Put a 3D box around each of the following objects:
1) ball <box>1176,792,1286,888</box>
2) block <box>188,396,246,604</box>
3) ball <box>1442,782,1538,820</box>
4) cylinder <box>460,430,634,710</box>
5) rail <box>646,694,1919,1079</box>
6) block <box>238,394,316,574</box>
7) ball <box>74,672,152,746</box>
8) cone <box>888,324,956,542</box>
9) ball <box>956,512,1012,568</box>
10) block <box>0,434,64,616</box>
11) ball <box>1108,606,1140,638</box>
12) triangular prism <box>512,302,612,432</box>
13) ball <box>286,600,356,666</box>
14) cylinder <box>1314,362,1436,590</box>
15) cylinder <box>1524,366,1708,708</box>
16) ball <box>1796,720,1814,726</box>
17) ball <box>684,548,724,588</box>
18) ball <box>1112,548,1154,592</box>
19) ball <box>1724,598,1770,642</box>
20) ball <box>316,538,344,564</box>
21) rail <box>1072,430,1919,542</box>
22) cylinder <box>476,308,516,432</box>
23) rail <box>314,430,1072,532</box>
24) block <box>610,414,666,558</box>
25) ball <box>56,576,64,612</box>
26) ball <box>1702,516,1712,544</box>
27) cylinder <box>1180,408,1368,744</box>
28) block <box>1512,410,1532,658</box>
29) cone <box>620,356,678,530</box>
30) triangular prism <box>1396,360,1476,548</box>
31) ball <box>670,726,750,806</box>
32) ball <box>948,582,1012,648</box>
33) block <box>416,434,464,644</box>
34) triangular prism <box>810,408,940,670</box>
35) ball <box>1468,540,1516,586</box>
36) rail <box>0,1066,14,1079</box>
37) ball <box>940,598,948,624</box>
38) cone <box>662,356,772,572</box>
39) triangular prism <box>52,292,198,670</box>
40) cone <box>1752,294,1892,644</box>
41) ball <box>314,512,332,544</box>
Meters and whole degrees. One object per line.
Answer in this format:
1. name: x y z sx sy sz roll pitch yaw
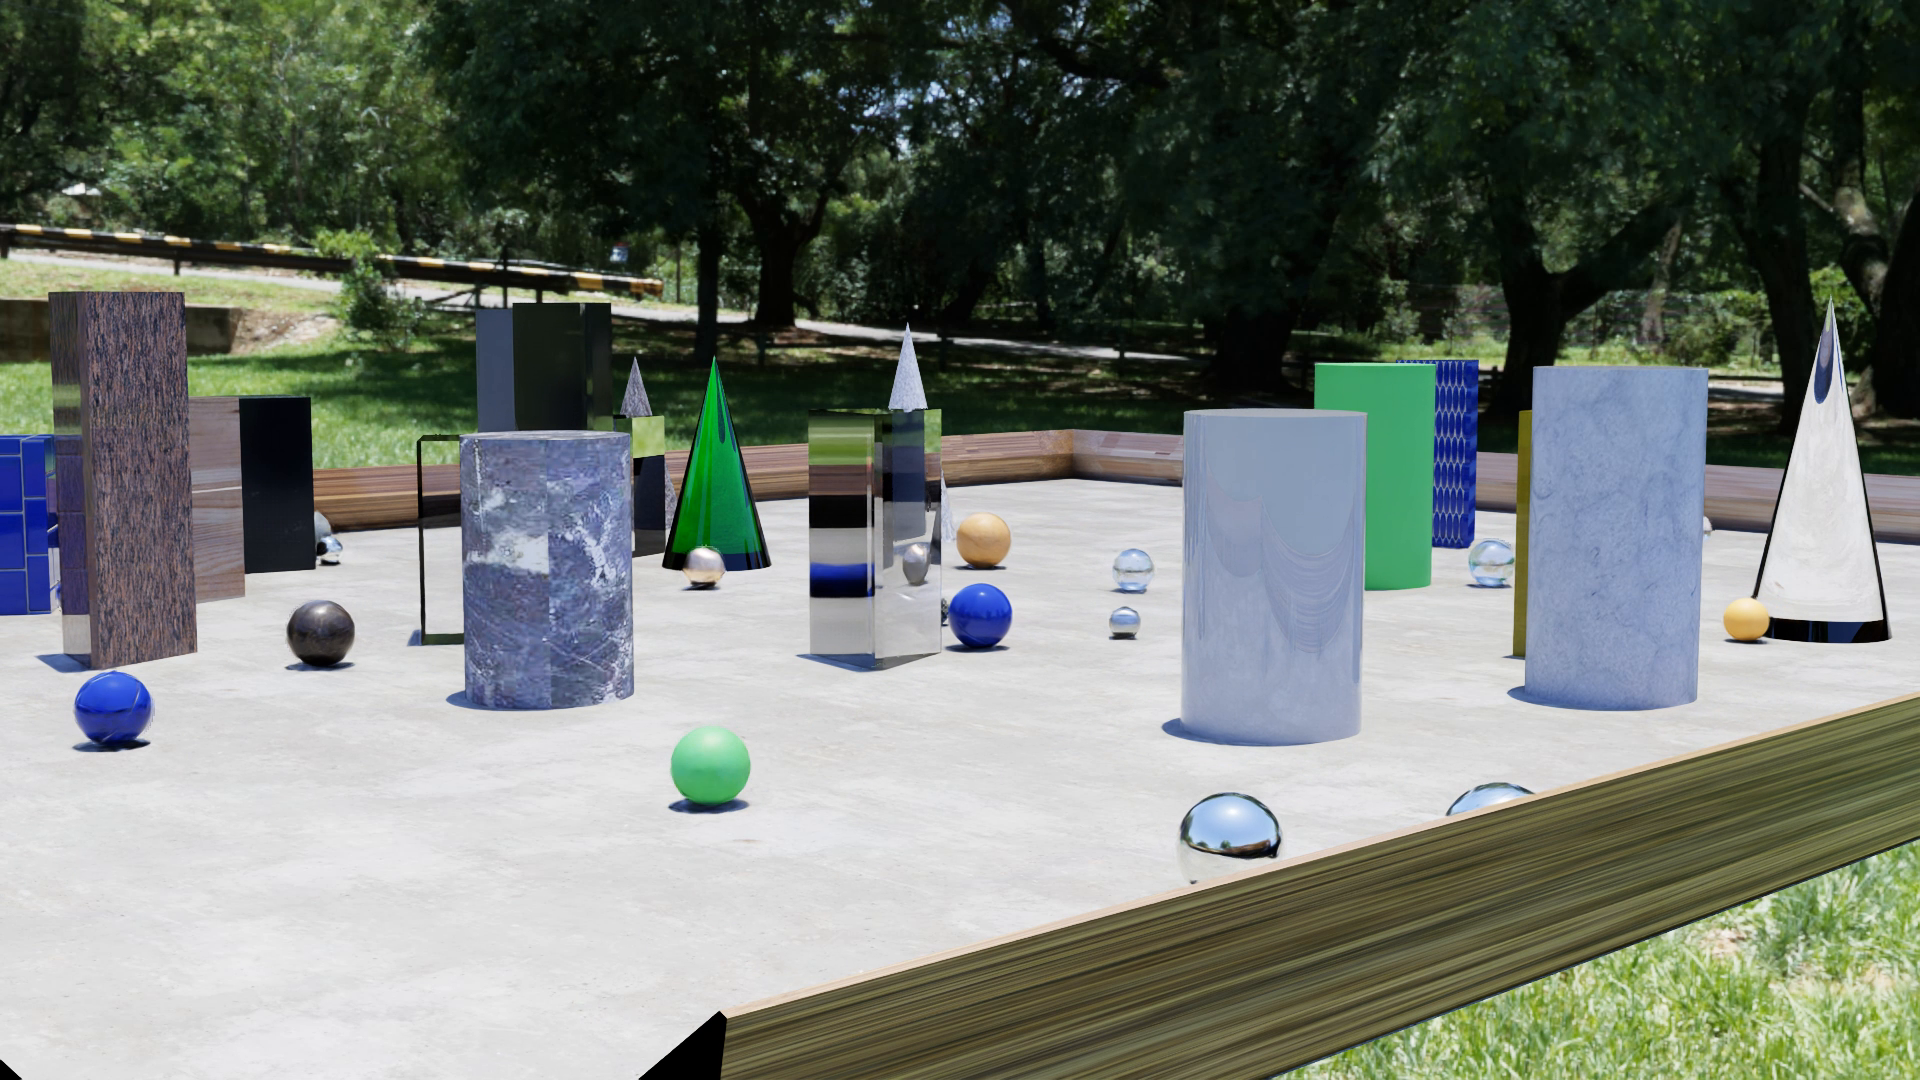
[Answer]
1. ball: 0.203 0.231 1.656 0.083 0.083 0.083 0 6 0
2. block: -1.213 -0.063 3.366 0.154 0.310 0.154 3 7 29
3. ball: 0.405 0.227 1.647 0.092 0.092 0.092 0 6 0
4. cylinder: -0.475 0.029 2.533 0.193 0.301 0.193 0 6 0
5. rail: 1.101 0.157 2.146 3.853 0.125 0.045 -6 8 -42
6. block: -1.210 -0.098 3.773 0.154 0.295 0.154 -4 7 -33
7. ball: -0.866 0.172 2.249 0.076 0.076 0.076 0 6 0
8. cone: -0.101 -0.211 4.249 0.193 0.420 0.193 0 6 0
9. ball: 0.040 0.000 3.789 0.096 0.096 0.096 0 6 0
10. block: -1.425 -0.024 3.262 0.154 0.255 0.154 -2 6 -14
11. ball: 0.223 0.112 2.978 0.043 0.043 0.043 0 6 0
12. triangular prism: -0.630 -0.168 3.672 0.167 0.455 0.144 4 7 32
13. ball: -0.798 0.116 2.745 0.083 0.083 0.083 0 6 0
14. cylinder: 0.671 -0.107 3.572 0.193 0.355 0.193 0 6 0
15. cylinder: 0.754 -0.009 2.532 0.193 0.377 0.193 0 6 0
16. ball: 0.748 0.201 1.911 0.089 0.089 0.089 0 6 0
17. ball: -0.409 0.044 3.512 0.066 0.066 0.066 0 6 0
18. ball: 0.274 0.047 3.477 0.067 0.067 0.067 0 6 0
19. ball: 1.055 0.107 2.951 0.059 0.059 0.059 0 6 0
20. ball: -1.102 0.019 3.841 0.048 0.048 0.048 0 6 0
21. rail: 1.399 -0.102 4.615 0.045 0.125 3.294 -6 8 -42
22. cylinder: -0.816 -0.215 4.170 0.193 0.444 0.193 0 6 0
23. rail: -1.101 -0.092 4.518 3.853 0.125 0.045 -6 8 -42
24. block: -0.643 -0.098 3.985 0.154 0.251 0.154 3 7 28
25. ball: -1.223 0.075 3.098 0.091 0.091 0.091 0 6 0
26. ball: 1.381 -0.019 4.135 0.062 0.062 0.062 0 6 0
27. cylinder: 0.332 0.033 2.335 0.193 0.335 0.193 0 6 0
28. block: 0.820 -0.008 2.819 0.154 0.315 0.154 6 8 43
29. cone: -0.662 -0.202 4.494 0.193 0.350 0.193 0 6 0
30. triangular prism: 0.939 -0.169 4.191 0.144 0.348 0.167 -6 8 -42
31. ball: -0.224 0.203 1.977 0.072 0.072 0.072 0 6 0
32. ball: 0.027 0.100 2.891 0.086 0.086 0.086 0 6 0
33. block: -0.653 -0.004 2.997 0.154 0.271 0.154 -1 6 -10
34. triangular prism: -0.086 -0.007 2.804 0.144 0.317 0.167 -4 7 -34
35. ball: 0.855 0.038 3.538 0.074 0.074 0.074 0 6 0
36. rail: -1.399 0.167 2.049 0.045 0.125 3.294 -6 8 -42
37. ball: -0.036 0.100 3.100 0.042 0.042 0.042 0 6 0
38. cone: -0.423 -0.138 3.810 0.193 0.366 0.193 0 6 0
39. triangular prism: -1.053 -0.082 2.800 0.144 0.466 0.167 -4 7 -33
40. cone: 1.181 -0.103 3.006 0.193 0.465 0.193 0 6 0
41. ball: -1.172 -0.011 3.945 0.086 0.086 0.086 0 6 0
